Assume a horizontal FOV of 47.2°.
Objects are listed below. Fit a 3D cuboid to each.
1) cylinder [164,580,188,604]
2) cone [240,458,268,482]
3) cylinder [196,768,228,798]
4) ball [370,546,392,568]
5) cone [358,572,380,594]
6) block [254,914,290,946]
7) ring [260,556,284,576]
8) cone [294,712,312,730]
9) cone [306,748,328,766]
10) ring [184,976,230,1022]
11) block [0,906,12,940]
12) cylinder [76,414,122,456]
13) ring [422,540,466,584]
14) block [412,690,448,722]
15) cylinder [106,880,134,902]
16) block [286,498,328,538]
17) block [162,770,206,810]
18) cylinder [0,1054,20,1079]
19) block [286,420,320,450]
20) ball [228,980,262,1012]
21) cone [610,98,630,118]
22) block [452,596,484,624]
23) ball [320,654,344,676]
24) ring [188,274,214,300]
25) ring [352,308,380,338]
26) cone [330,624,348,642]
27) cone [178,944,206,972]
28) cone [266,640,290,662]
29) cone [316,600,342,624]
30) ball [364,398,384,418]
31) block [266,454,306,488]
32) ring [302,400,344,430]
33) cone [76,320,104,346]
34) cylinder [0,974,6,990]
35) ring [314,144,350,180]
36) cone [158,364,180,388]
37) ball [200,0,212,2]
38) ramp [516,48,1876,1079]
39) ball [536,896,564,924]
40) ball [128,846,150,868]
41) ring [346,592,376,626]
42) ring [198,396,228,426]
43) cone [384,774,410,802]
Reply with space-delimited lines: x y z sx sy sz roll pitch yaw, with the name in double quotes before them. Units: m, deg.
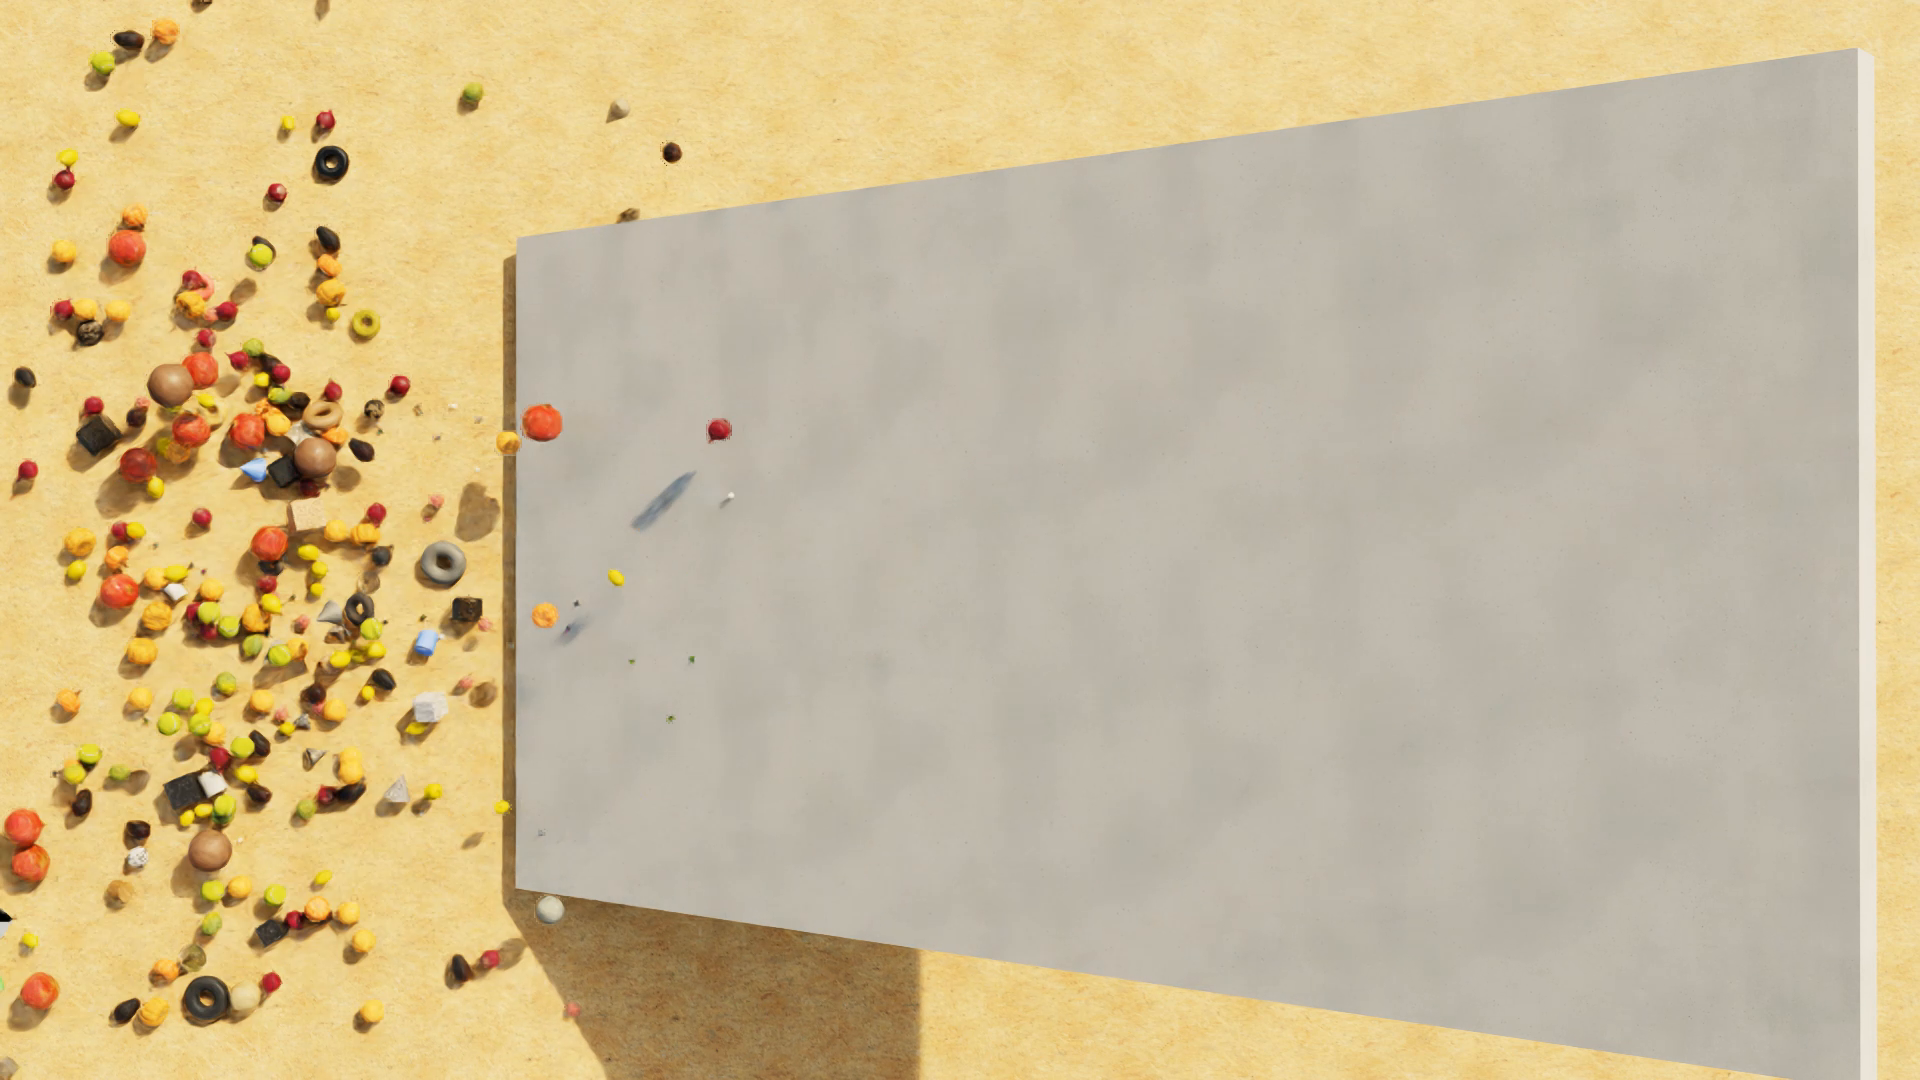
"cylinder" -2.427 0.161 6.810 0.051 0.051 0.051 -40 90 0
"cone" -2.194 -0.220 6.784 0.078 0.078 0.078 -3 84 31
"cylinder" -2.310 0.751 6.797 0.070 0.070 0.070 -29 90 0
"ball" -1.790 0.050 6.803 0.066 0.066 0.066 0 90 0
"cone" -1.835 0.134 6.798 0.072 0.072 0.072 0 92 -1
"block" -2.126 1.207 6.796 0.066 0.066 0.066 -31 90 0
"ring" -2.132 0.080 6.807 0.075 0.025 0.075 3 131 3
"cone" -2.029 0.570 6.820 0.053 0.053 0.053 -37 115 0
"cone" -1.987 0.662 6.818 0.059 0.059 0.059 -20 90 -26
"ring" -2.329 1.418 6.803 0.143 0.048 0.143 0 88 4
"block" -2.995 1.177 6.744 0.098 0.098 0.098 40 102 21
"cylinder" -2.659 -0.325 6.792 0.094 0.094 0.094 -36 90 0
"ring" -1.597 0.070 6.799 0.141 0.047 0.141 1 107 2
"block" -1.627 0.512 6.752 0.070 0.070 0.070 2 112 19
"cylinder" -2.591 1.081 6.789 0.058 0.058 0.058 5 90 37
"block" -2.003 -0.069 6.739 0.092 0.092 0.092 -11 82 -28
"block" -2.390 0.772 6.788 0.086 0.086 0.086 -23 90 0
"cylinder" -2.943 1.628 6.790 0.054 0.054 0.054 -40 92 0
"block" -2.032 -0.327 6.807 0.063 0.063 0.063 -40 90 0
"ball" -2.204 1.406 6.780 0.096 0.096 0.096 0 90 0
"cone" -1.058 -1.343 6.812 0.065 0.065 0.065 0 90 0
"block" -1.521 0.213 6.790 0.067 0.067 0.067 10 98 13
"ball" -1.943 0.386 6.799 0.069 0.069 0.069 0 90 0
"ring" -2.355 -0.786 6.828 0.083 0.028 0.083 0 90 1
"ring" -1.842 -0.673 6.822 0.093 0.031 0.093 0 84 2
"cone" -1.920 0.297 6.822 0.057 0.057 0.057 -11 119 0
"cone" -2.385 1.298 6.784 0.089 0.089 0.089 0 90 0
"cone" -2.131 0.356 6.818 0.071 0.071 0.071 -26 90 26
"cone" -1.905 0.230 6.595 0.074 0.074 0.074 13 116 28
"ball" -1.808 -0.405 6.789 0.062 0.062 0.062 0 90 0
"block" -2.086 -0.213 6.801 0.073 0.073 0.073 -32 90 0
"ring" -1.967 -0.387 6.788 0.125 0.125 0.042 2 132 0
"cone" -2.706 -0.644 6.798 0.084 0.084 0.084 0 90 0
"cylinder" -3.006 1.355 6.776 0.095 0.095 0.095 -21 88 0
"ring" -1.949 -1.172 6.826 0.109 0.036 0.109 0 90 -1
"cone" -2.459 -0.512 6.803 0.072 0.072 0.072 0 90 0
"ball" -2.342 -1.695 6.819 0.056 0.056 0.056 0 90 0
"ramp" 0.212 0.062 5.527 4.000 0.100 2.000 0 90 39
"ball" -1.230 1.111 6.602 0.082 0.082 0.082 0 90 0
"ball" -2.541 0.981 6.798 0.065 0.065 0.065 0 90 0
"ring" -1.847 0.213 6.769 0.104 0.035 0.104 2 96 22
"ring" -2.319 -0.398 6.823 0.095 0.032 0.095 0 89 1
"cone" -1.726 0.755 6.781 0.082 0.082 0.082 18 101 0
